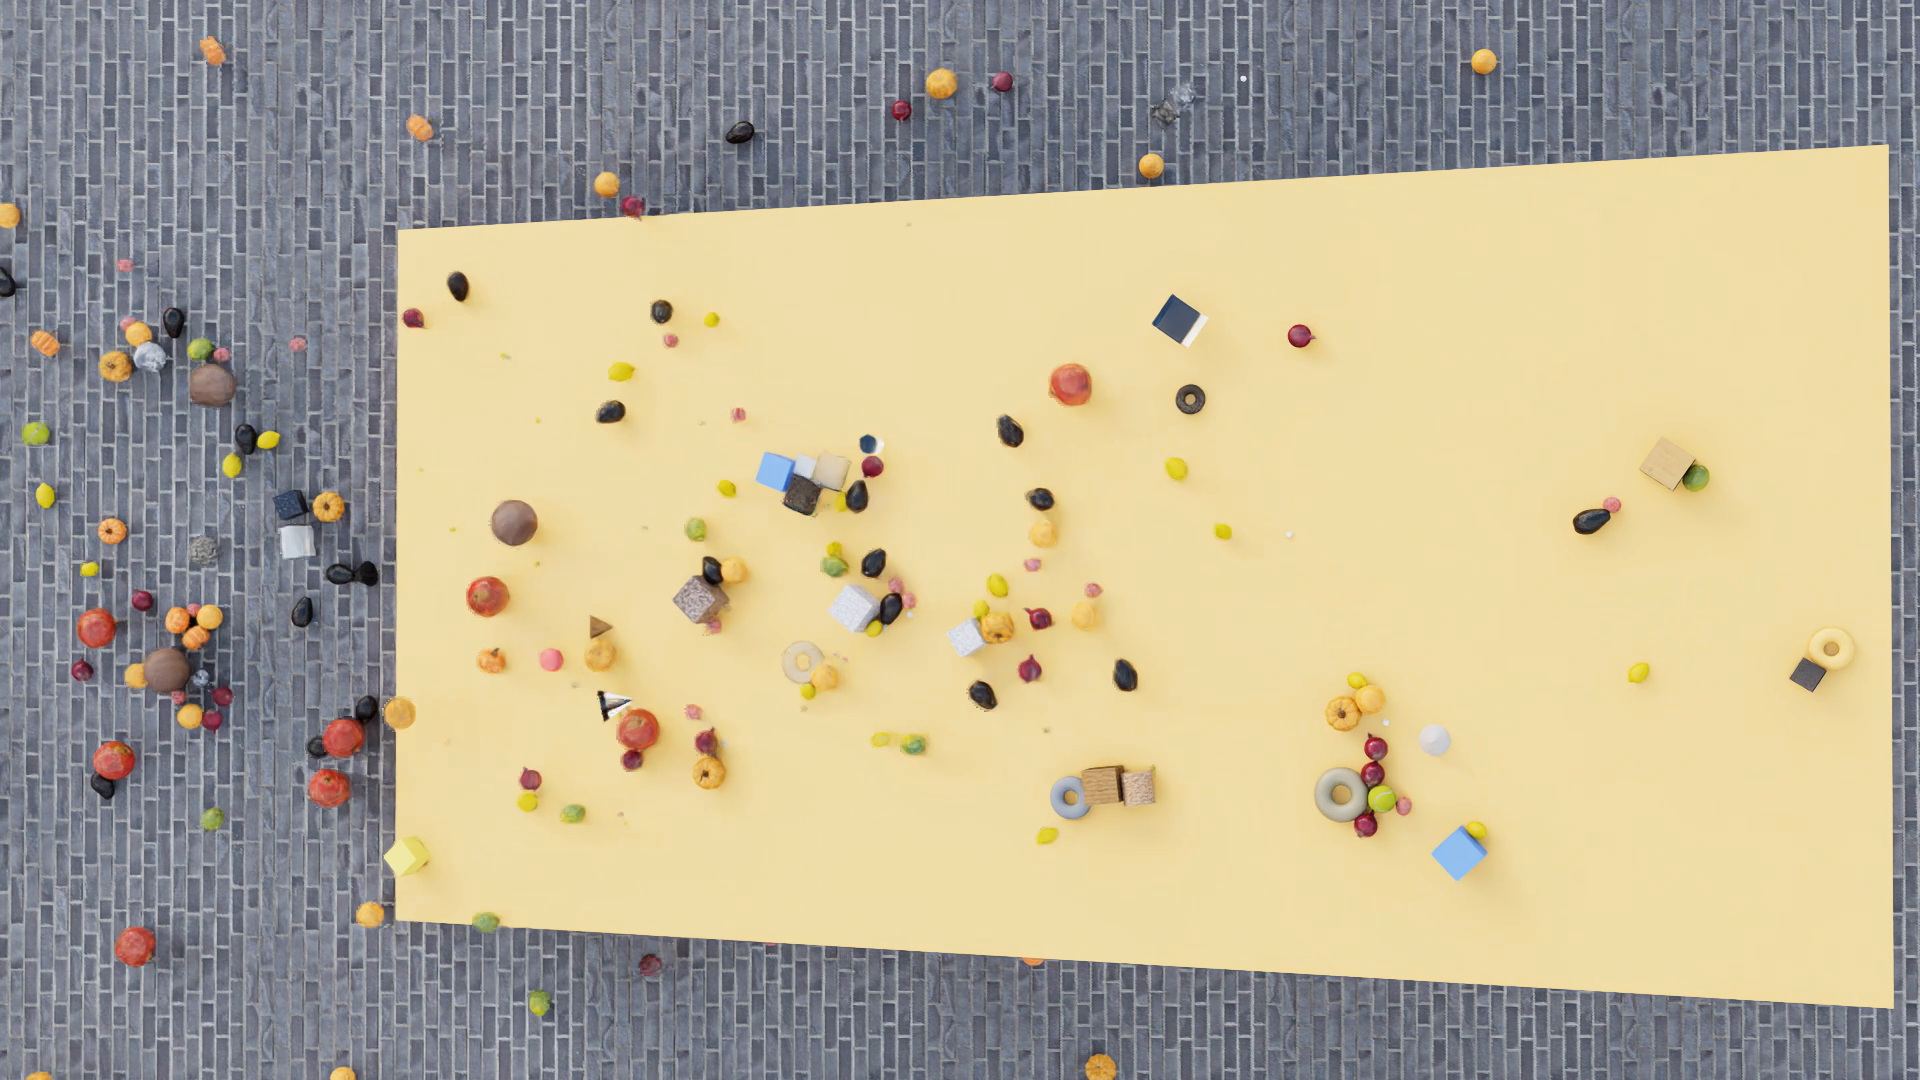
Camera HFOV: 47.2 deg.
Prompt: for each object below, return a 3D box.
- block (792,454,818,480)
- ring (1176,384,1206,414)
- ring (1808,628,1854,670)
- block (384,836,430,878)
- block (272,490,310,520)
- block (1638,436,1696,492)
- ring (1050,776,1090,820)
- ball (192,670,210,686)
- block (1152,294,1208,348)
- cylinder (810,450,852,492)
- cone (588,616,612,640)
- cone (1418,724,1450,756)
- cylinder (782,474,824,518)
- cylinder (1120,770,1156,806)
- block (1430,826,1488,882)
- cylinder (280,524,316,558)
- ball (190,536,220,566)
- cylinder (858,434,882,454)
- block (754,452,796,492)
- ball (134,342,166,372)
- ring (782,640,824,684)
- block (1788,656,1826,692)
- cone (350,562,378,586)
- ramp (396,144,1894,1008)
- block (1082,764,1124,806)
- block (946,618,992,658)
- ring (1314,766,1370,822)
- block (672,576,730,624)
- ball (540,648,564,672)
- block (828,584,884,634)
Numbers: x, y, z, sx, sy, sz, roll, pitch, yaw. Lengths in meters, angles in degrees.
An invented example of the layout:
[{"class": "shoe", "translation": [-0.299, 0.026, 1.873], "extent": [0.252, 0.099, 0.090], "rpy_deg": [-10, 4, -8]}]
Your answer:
[{"class": "block", "translation": [-0.409, -0.197, 5.936], "extent": [0.055, 0.055, 0.055], "rpy_deg": [21, 96, 18]}, {"class": "ring", "translation": [0.588, -0.359, 5.616], "extent": [0.079, 0.026, 0.079], "rpy_deg": [-1, 88, 19]}, {"class": "ring", "translation": [2.028, 0.254, 5.116], "extent": [0.100, 0.033, 0.100], "rpy_deg": [0, 89, 20]}, {"class": "block", "translation": [-1.586, 0.908, 6.308], "extent": [0.077, 0.077, 0.077], "rpy_deg": [-45, 76, 13]}, {"class": "block", "translation": [-1.959, -0.102, 6.438], "extent": [0.069, 0.069, 0.069], "rpy_deg": [-21, 89, 0]}, {"class": "block", "translation": [1.676, -0.180, 5.210], "extent": [0.092, 0.092, 0.092], "rpy_deg": [36, 100, 16]}, {"class": "ring", "translation": [0.288, 0.668, 5.697], "extent": [0.114, 0.038, 0.114], "rpy_deg": [0, 90, 18]}, {"class": "ball", "translation": [-2.222, 0.405, 6.441], "extent": [0.050, 0.050, 0.050], "rpy_deg": [0, 89, 0]}, {"class": "block", "translation": [0.560, -0.557, 5.593], "extent": [0.092, 0.092, 0.092], "rpy_deg": [37, 101, 16]}, {"class": "cylinder", "translation": [-0.346, -0.185, 5.897], "extent": [0.088, 0.088, 0.088], "rpy_deg": [19, 95, 0]}, {"class": "cone", "translation": [-0.998, 0.243, 6.142], "extent": [0.068, 0.068, 0.068], "rpy_deg": [-7, 89, -18]}, {"class": "cone", "translation": [1.158, 0.493, 5.383], "extent": [0.078, 0.078, 0.078], "rpy_deg": [0, 89, 19]}, {"class": "cylinder", "translation": [-0.423, -0.121, 5.923], "extent": [0.087, 0.087, 0.087], "rpy_deg": [30, 106, 0]}, {"class": "cylinder", "translation": [0.454, 0.634, 5.618], "extent": [0.082, 0.082, 0.082], "rpy_deg": [-7, 87, 0]}, {"class": "block", "translation": [1.216, 0.762, 5.353], "extent": [0.091, 0.091, 0.091], "rpy_deg": [-45, 76, 13]}, {"class": "cylinder", "translation": [-1.935, 0.005, 6.426], "extent": [0.090, 0.090, 0.090], "rpy_deg": [-6, 89, 0]}, {"class": "ball", "translation": [-2.209, 0.032, 6.429], "extent": [0.084, 0.084, 0.084], "rpy_deg": [0, 89, 0]}, {"class": "cylinder", "translation": [-0.238, -0.255, 5.881], "extent": [0.050, 0.050, 0.050], "rpy_deg": [0, 89, 19]}, {"class": "block", "translation": [-0.489, -0.182, 5.947], "extent": [0.084, 0.084, 0.084], "rpy_deg": [21, 96, 18]}, {"class": "ball", "translation": [-2.370, -0.534, 6.434], "extent": [0.089, 0.089, 0.089], "rpy_deg": [0, 89, 0]}, {"class": "ring", "translation": [-0.425, 0.330, 5.941], "extent": [0.123, 0.041, 0.123], "rpy_deg": [1, 93, 16]}, {"class": "block", "translation": [1.973, 0.313, 5.119], "extent": [0.060, 0.060, 0.060], "rpy_deg": [33, 99, 16]}, {"class": "cone", "translation": [-1.763, 0.106, 6.453], "extent": [0.076, 0.076, 0.076], "rpy_deg": [-13, 89, 26]}, {"class": "ramp", "translation": [0.278, 0.092, 5.781], "extent": [4.000, 0.100, 2.000], "rpy_deg": [0, 89, 19]}, {"class": "block", "translation": [0.371, 0.629, 5.642], "extent": [0.090, 0.090, 0.090], "rpy_deg": [-8, 87, 18]}, {"class": "block", "translation": [0.025, 0.257, 5.772], "extent": [0.076, 0.076, 0.076], "rpy_deg": [-32, 80, 16]}, {"class": "ring", "translation": [0.949, 0.634, 5.469], "extent": [0.140, 0.047, 0.140], "rpy_deg": [-1, 88, 19]}, {"class": "block", "translation": [-0.708, 0.163, 6.012], "extent": [0.094, 0.094, 0.094], "rpy_deg": [45, 103, 14]}, {"class": "ball", "translation": [-1.147, 0.338, 6.172], "extent": [0.067, 0.067, 0.067], "rpy_deg": [0, 89, 0]}, {"class": "block", "translation": [-0.277, 0.183, 5.866], "extent": [0.093, 0.093, 0.093], "rpy_deg": [39, 101, 15]}]
